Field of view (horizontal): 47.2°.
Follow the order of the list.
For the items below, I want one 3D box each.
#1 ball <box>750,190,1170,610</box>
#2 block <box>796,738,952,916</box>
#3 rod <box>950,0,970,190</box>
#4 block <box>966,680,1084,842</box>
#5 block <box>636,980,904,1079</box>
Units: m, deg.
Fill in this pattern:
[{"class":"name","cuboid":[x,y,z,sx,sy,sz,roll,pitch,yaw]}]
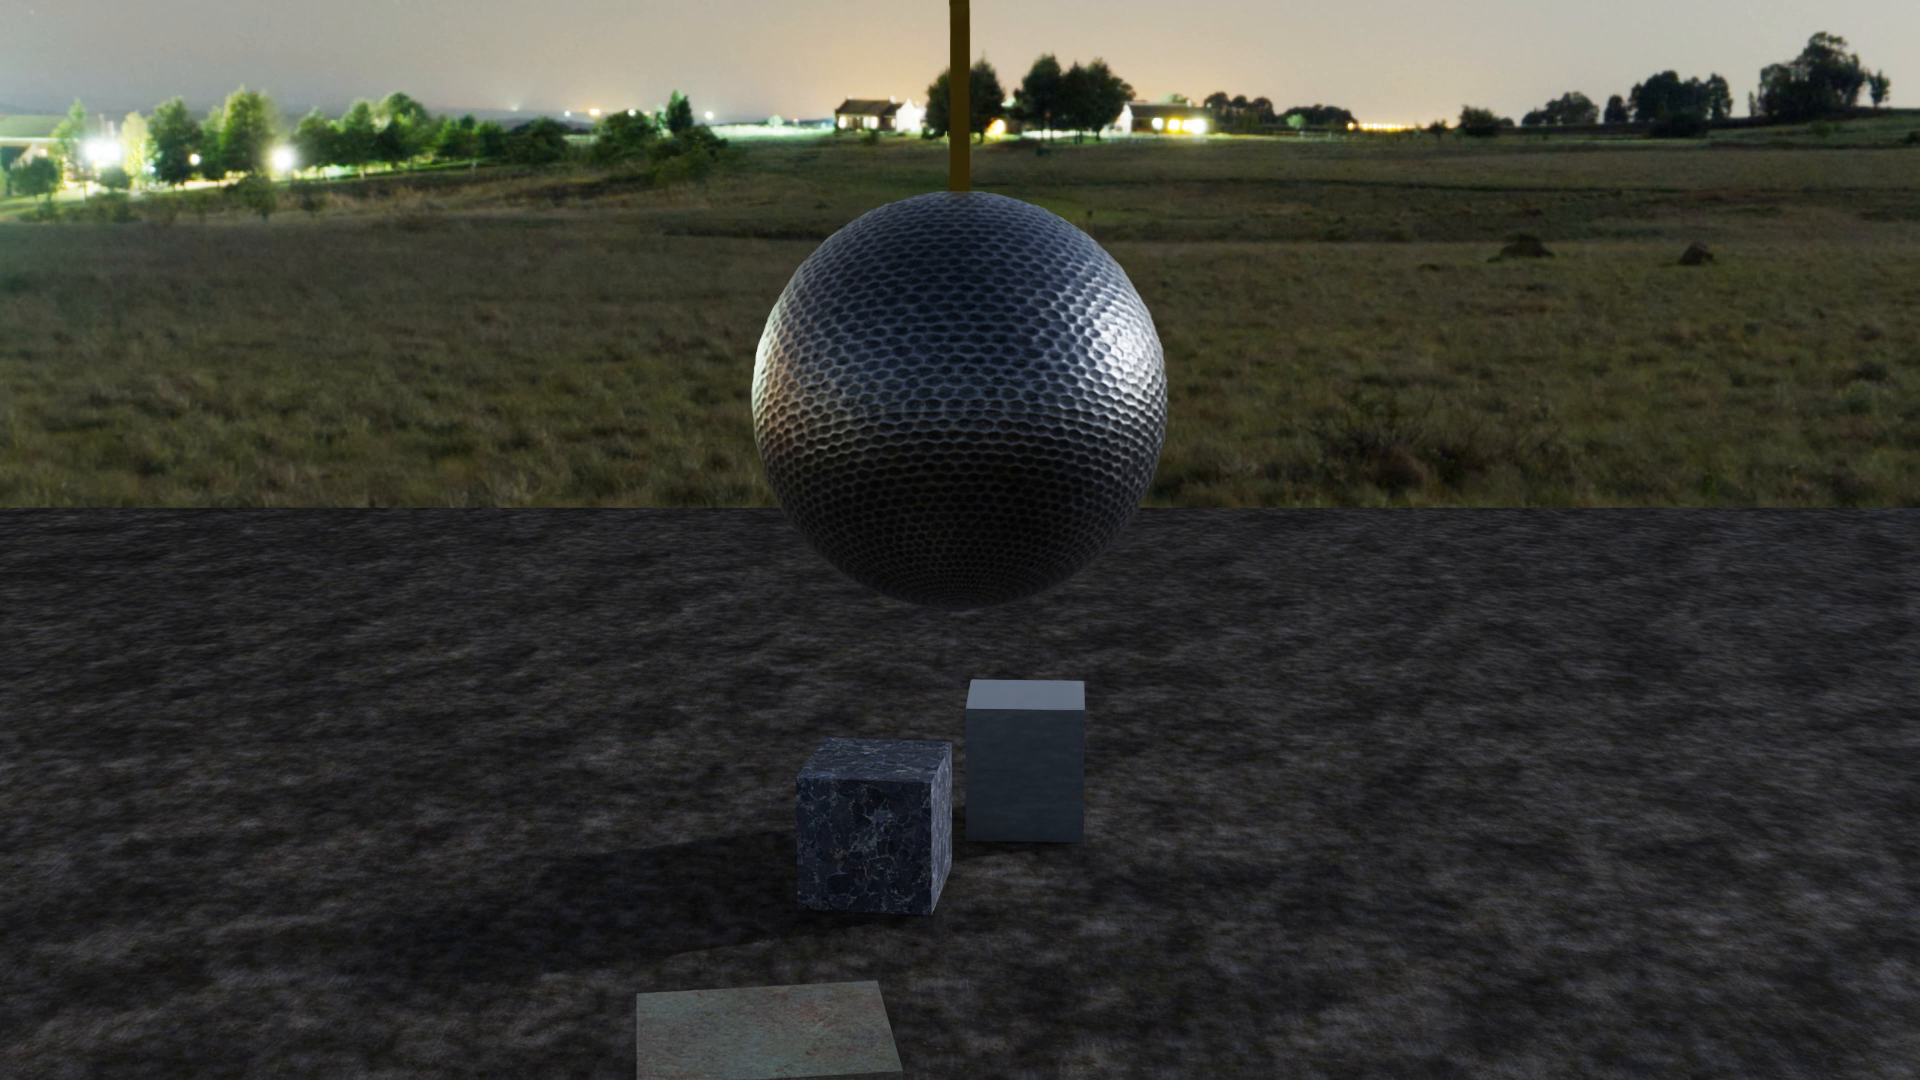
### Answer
[{"class":"ball","cuboid":[0.000,-0.534,8.454,1.600,1.600,1.600,0,10,0]},{"class":"block","cuboid":[-0.395,1.343,10.417,0.625,0.631,0.698,1,10,7]},{"class":"rod","cuboid":[0.000,-3.815,9.347,0.080,5.200,0.080,0,-15,0]},{"class":"block","cuboid":[0.342,1.135,11.388,0.598,0.692,0.606,1,10,3]},{"class":"block","cuboid":[-0.625,1.912,7.083,0.805,0.704,0.743,-1,10,-8]}]
